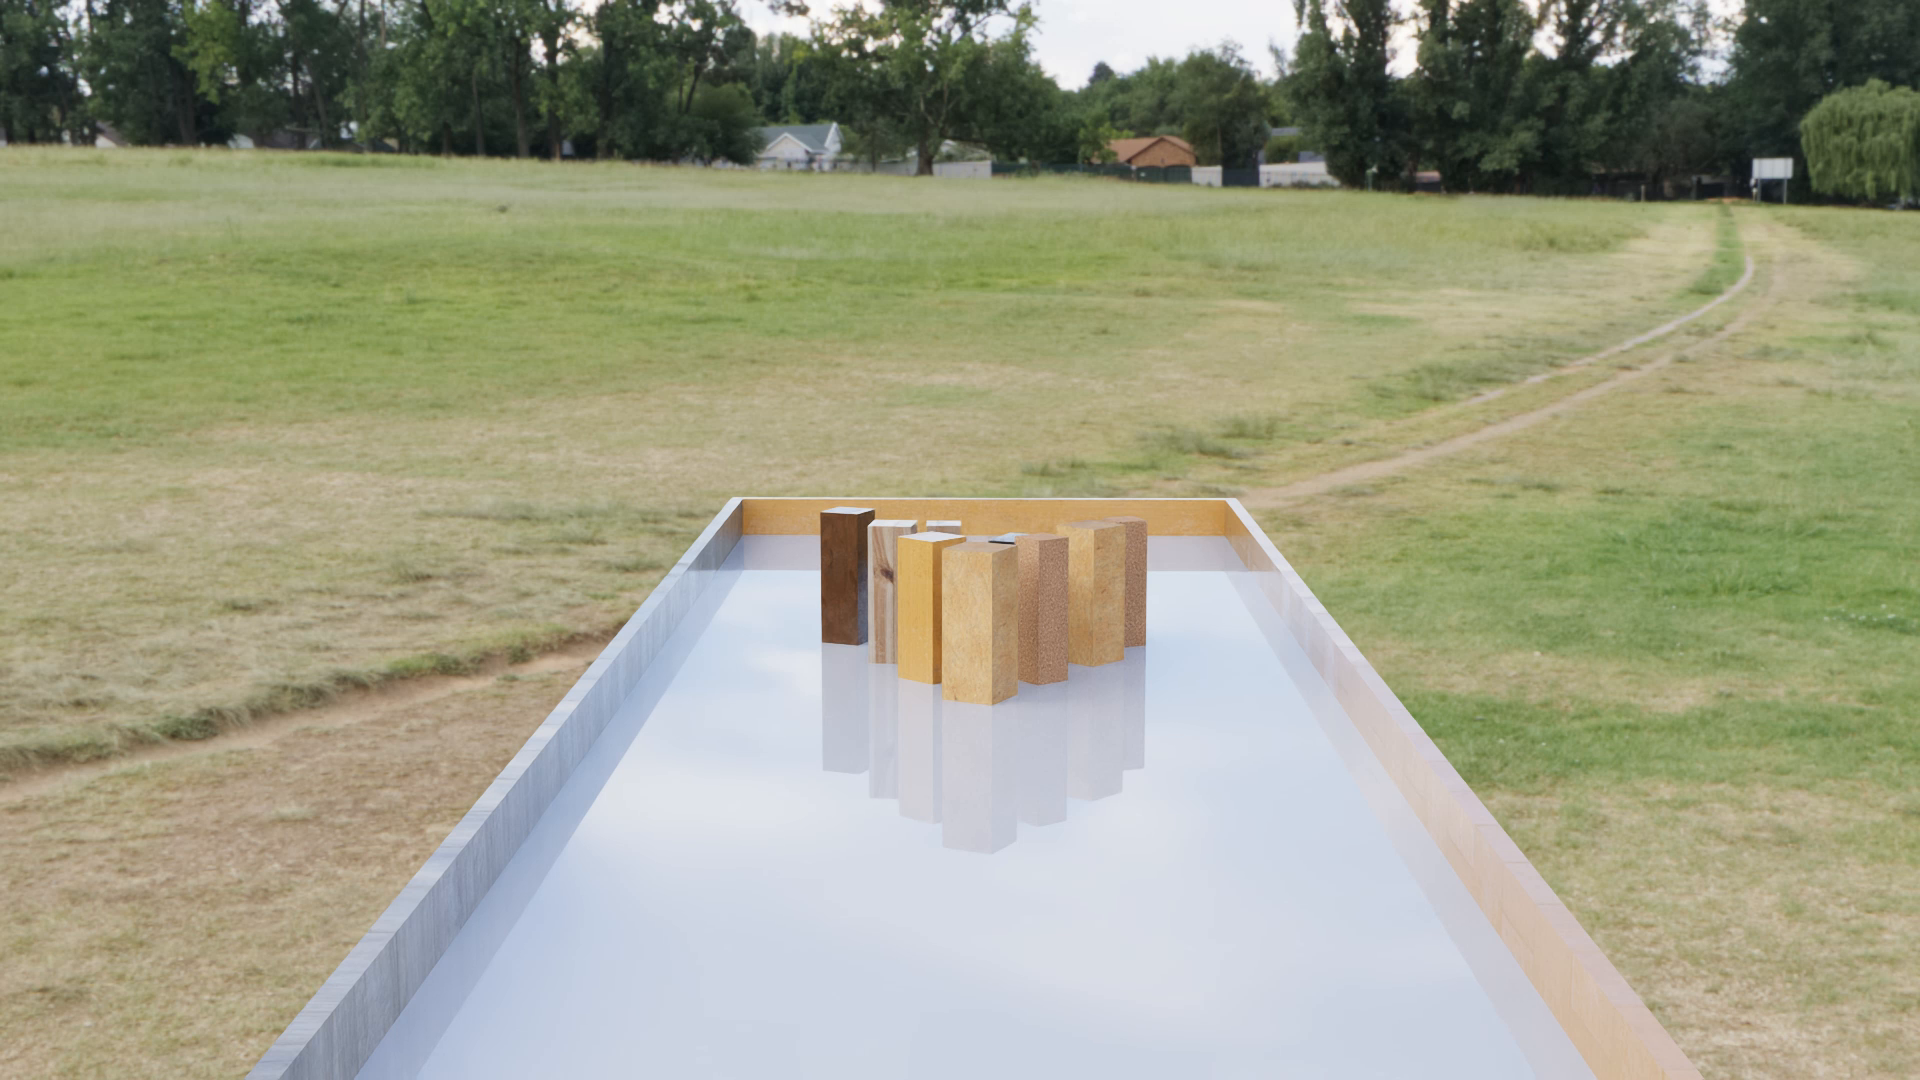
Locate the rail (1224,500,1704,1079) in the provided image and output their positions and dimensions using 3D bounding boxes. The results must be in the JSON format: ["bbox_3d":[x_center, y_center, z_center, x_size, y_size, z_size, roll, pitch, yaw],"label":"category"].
[{"bbox_3d":[1.046,0.843,3.208,0.050,0.150,12.000,0,9,1],"label":"rail"}]

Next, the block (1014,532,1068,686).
[{"bbox_3d":[0.237,0.199,6.399,0.111,0.423,0.111,-7,11,-37],"label":"block"}]

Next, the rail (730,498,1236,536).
[{"bbox_3d":[0.099,-0.098,9.147,2.100,0.150,0.050,0,9,1],"label":"rail"}]

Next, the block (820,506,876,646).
[{"bbox_3d":[-0.354,0.113,6.964,0.129,0.417,0.129,4,10,23],"label":"block"}]

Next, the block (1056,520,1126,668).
[{"bbox_3d":[0.396,0.160,6.670,0.147,0.417,0.147,9,12,43],"label":"block"}]

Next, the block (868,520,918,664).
[{"bbox_3d":[-0.203,0.157,6.677,0.130,0.421,0.130,1,9,8],"label":"block"}]

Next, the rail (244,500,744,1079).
[{"bbox_3d":[-1.004,0.839,3.234,0.050,0.150,12.000,0,9,1],"label":"rail"}]

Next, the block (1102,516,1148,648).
[{"bbox_3d":[0.516,0.131,6.914,0.108,0.398,0.108,-3,10,-20],"label":"block"}]

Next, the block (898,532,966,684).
[{"bbox_3d":[-0.081,0.197,6.431,0.142,0.419,0.142,9,12,43],"label":"block"}]

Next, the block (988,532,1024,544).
[{"bbox_3d":[0.204,0.159,6.941,0.175,0.333,0.175,4,10,23],"label":"block"}]

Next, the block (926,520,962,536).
[{"bbox_3d":[-0.051,0.136,6.930,0.107,0.382,0.107,0,9,-1],"label":"block"}]

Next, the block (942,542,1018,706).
[{"bbox_3d":[0.057,0.232,6.177,0.158,0.429,0.158,5,10,28],"label":"block"}]
